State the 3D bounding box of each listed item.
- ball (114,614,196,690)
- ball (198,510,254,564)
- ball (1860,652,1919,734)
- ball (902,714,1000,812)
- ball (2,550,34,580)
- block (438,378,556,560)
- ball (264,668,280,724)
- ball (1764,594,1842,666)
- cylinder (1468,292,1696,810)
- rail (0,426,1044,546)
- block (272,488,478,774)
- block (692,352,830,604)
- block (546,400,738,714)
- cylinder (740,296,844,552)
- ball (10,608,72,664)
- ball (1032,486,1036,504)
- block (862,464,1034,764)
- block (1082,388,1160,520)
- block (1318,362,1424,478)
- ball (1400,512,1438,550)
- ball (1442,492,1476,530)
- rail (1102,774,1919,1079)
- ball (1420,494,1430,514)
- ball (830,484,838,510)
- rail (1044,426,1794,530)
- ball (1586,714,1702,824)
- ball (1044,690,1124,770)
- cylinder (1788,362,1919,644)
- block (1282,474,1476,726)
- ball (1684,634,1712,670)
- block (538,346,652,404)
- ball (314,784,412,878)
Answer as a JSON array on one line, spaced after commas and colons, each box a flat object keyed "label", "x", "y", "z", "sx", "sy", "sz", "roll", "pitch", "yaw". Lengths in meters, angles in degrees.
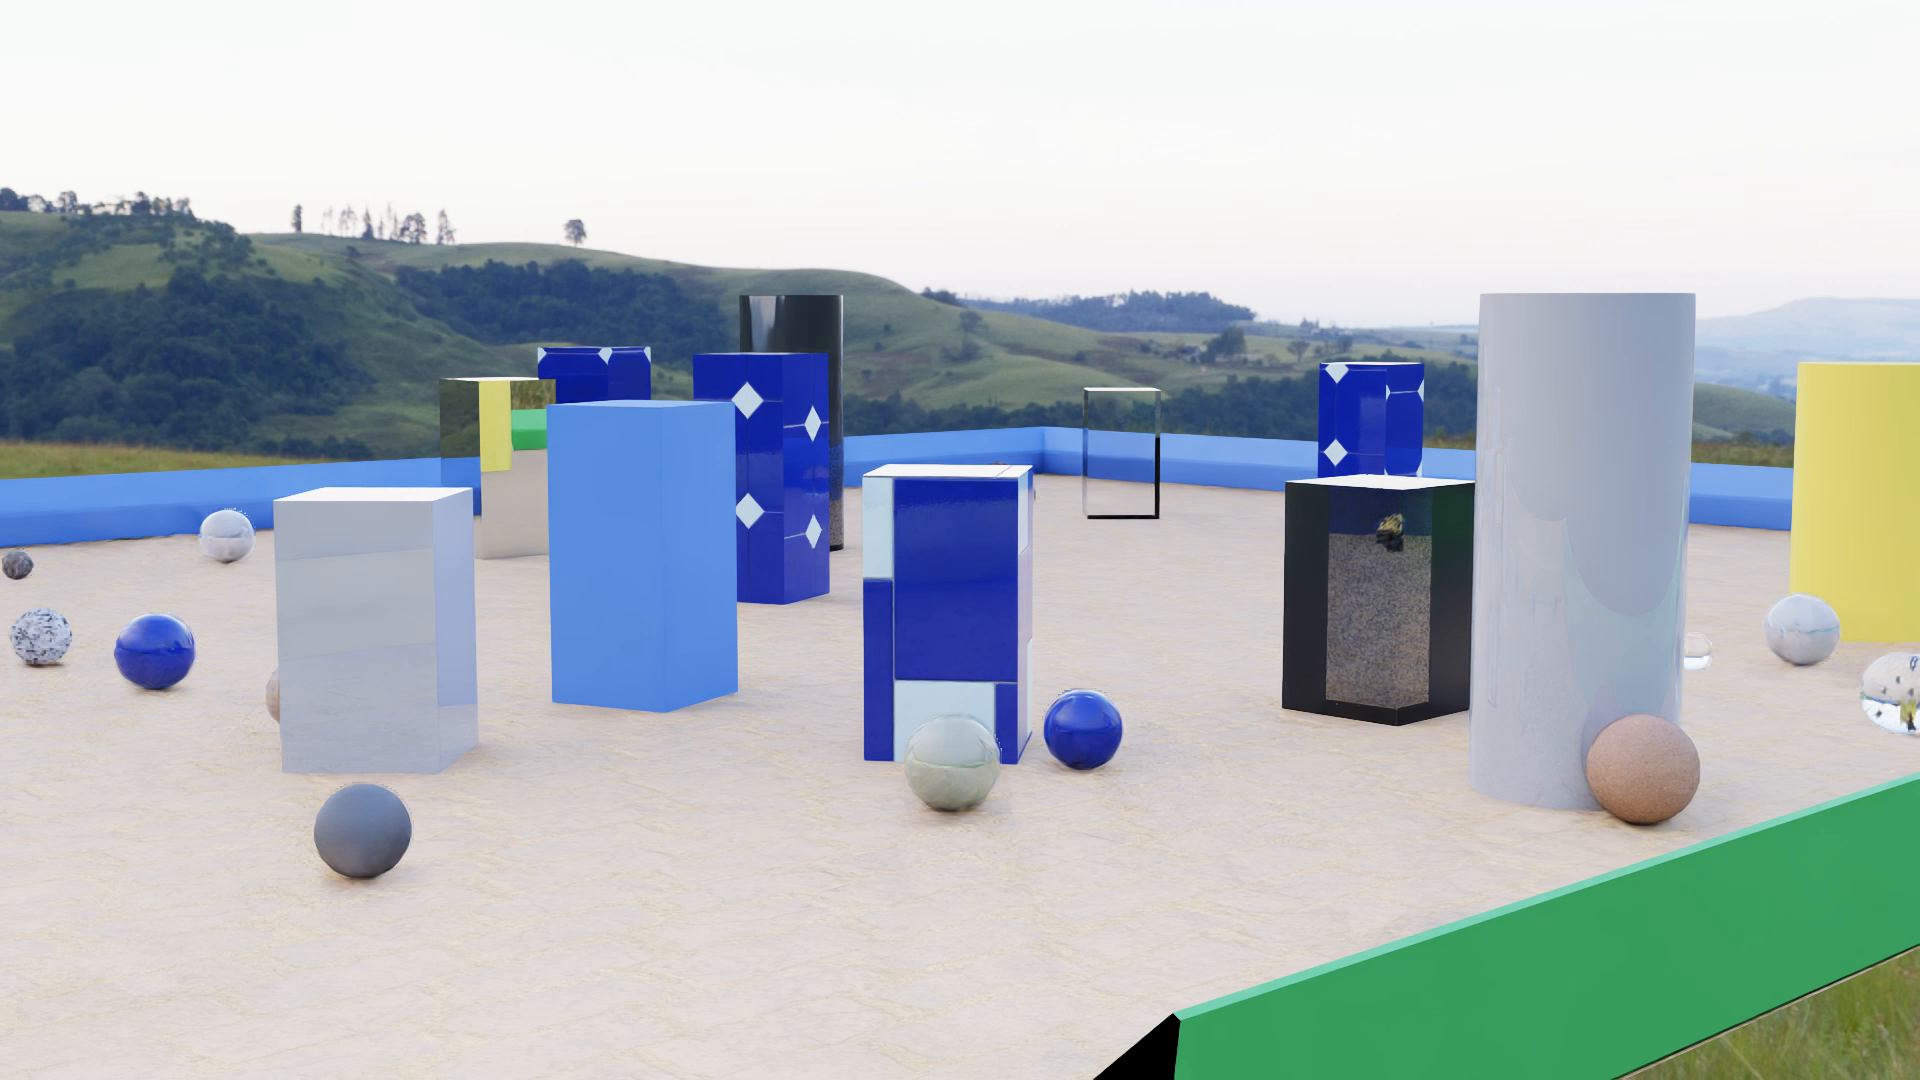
[{"label": "ball", "x": -0.941, "y": 0.131, "z": 2.571, "sx": 0.090, "sy": 0.090, "sz": 0.090, "roll": 0, "pitch": 6, "yaw": 0}, {"label": "ball", "x": -1.283, "y": -0.006, "z": 3.847, "sx": 0.093, "sy": 0.093, "sz": 0.093, "roll": 0, "pitch": 6, "yaw": 0}, {"label": "ball", "x": 0.989, "y": 0.160, "z": 2.305, "sx": 0.086, "sy": 0.086, "sz": 0.086, "roll": 0, "pitch": 6, "yaw": 0}, {"label": "ball", "x": -0.007, "y": 0.198, "z": 1.951, "sx": 0.087, "sy": 0.087, "sz": 0.087, "roll": 0, "pitch": 6, "yaw": 0}, {"label": "ball", "x": -1.551, "y": 0.041, "z": 3.617, "sx": 0.048, "sy": 0.048, "sz": 0.048, "roll": 0, "pitch": 6, "yaw": 0}, {"label": "block", "x": -0.837, "y": -0.134, "z": 3.992, "sx": 0.152, "sy": 0.317, "sz": 0.152, "roll": -5, "pitch": 8, "yaw": -40}, {"label": "ball", "x": -0.687, "y": 0.162, "z": 2.308, "sx": 0.082, "sy": 0.082, "sz": 0.082, "roll": 0, "pitch": 6, "yaw": 0}, {"label": "ball", "x": 1.050, "y": 0.112, "z": 2.742, "sx": 0.090, "sy": 0.090, "sz": 0.090, "roll": 0, "pitch": 6, "yaw": 0}, {"label": "cylinder", "x": 0.571, "y": 0.003, "z": 2.026, "sx": 0.191, "sy": 0.458, "sz": 0.191, "roll": 0, "pitch": 6, "yaw": 0}, {"label": "rail", "x": -1.196, "y": -0.104, "z": 4.621, "sx": 3.916, "sy": 0.124, "sz": 0.045, "roll": -6, "pitch": 8, "yaw": -42}, {"label": "block", "x": -0.574, "y": 0.085, "z": 2.174, "sx": 0.152, "sy": 0.263, "sz": 0.152, "roll": 0, "pitch": 6, "yaw": 2}, {"label": "block", "x": -0.304, "y": -0.099, "z": 3.389, "sx": 0.152, "sy": 0.375, "sz": 0.152, "roll": 3, "pitch": 7, "yaw": 23}, {"label": "block", "x": -0.360, "y": 0.013, "z": 2.510, "sx": 0.152, "sy": 0.337, "sz": 0.152, "roll": 3, "pitch": 7, "yaw": 26}, {"label": "cylinder", "x": -0.310, "y": -0.217, "z": 4.069, "sx": 0.191, "sy": 0.467, "sz": 0.191, "roll": 0, "pitch": 6, "yaw": 0}, {"label": "ball", "x": -1.151, "y": 0.121, "z": 2.754, "sx": 0.071, "sy": 0.071, "sz": 0.071, "roll": 0, "pitch": 6, "yaw": 0}, {"label": "ball", "x": 0.133, "y": -0.099, "z": 4.849, "sx": 0.068, "sy": 0.068, "sz": 0.068, "roll": 0, "pitch": 6, "yaw": 0}, {"label": "block", "x": -0.010, "y": 0.071, "z": 2.222, "sx": 0.152, "sy": 0.282, "sz": 0.152, "roll": 1, "pitch": 6, "yaw": 7}, {"label": "block", "x": 0.344, "y": -0.187, "z": 4.711, "sx": 0.152, "sy": 0.272, "sz": 0.152, "roll": 0, "pitch": 6, "yaw": -1}, {"label": "block", "x": 0.832, "y": -0.191, "z": 4.459, "sx": 0.152, "sy": 0.333, "sz": 0.152, "roll": 5, "pitch": 8, "yaw": 40}, {"label": "ball", "x": 0.849, "y": -0.018, "z": 4.074, "sx": 0.070, "sy": 0.070, "sz": 0.070, "roll": 0, "pitch": 6, "yaw": 0}, {"label": "ball", "x": 1.014, "y": -0.060, "z": 4.448, "sx": 0.075, "sy": 0.075, "sz": 0.075, "roll": 0, "pitch": 6, "yaw": 0}, {"label": "rail", "x": 1.196, "y": 0.168, "z": 2.043, "sx": 3.916, "sy": 0.124, "sz": 0.045, "roll": -6, "pitch": 8, "yaw": -42}, {"label": "ball", "x": 0.934, "y": -0.066, "z": 4.532, "sx": 0.070, "sy": 0.070, "sz": 0.070, "roll": 0, "pitch": 6, "yaw": 0}, {"label": "ball", "x": -0.298, "y": -0.092, "z": 4.796, "sx": 0.066, "sy": 0.066, "sz": 0.066, "roll": 0, "pitch": 6, "yaw": 0}, {"label": "rail", "x": 1.422, "y": -0.105, "z": 4.637, "sx": 0.045, "sy": 0.124, "sz": 3.574, "roll": -6, "pitch": 8, "yaw": -42}, {"label": "ball", "x": 0.592, "y": 0.198, "z": 1.905, "sx": 0.095, "sy": 0.095, "sz": 0.095, "roll": 0, "pitch": 6, "yaw": 0}, {"label": "ball", "x": 0.119, "y": 0.183, "z": 2.127, "sx": 0.078, "sy": 0.078, "sz": 0.078, "roll": 0, "pitch": 6, "yaw": 0}, {"label": "cylinder", "x": 1.241, "y": -0.056, "z": 3.009, "sx": 0.191, "sy": 0.370, "sz": 0.191, "roll": 0, "pitch": 6, "yaw": 0}, {"label": "block", "x": 0.467, "y": 0.062, "z": 2.441, "sx": 0.152, "sy": 0.254, "sz": 0.152, "roll": 6, "pitch": 8, "yaw": 45}, {"label": "ball", "x": 0.902, "y": 0.139, "z": 2.710, "sx": 0.045, "sy": 0.045, "sz": 0.045, "roll": 0, "pitch": 6, "yaw": 0}, {"label": "block", "x": -0.691, "y": -0.180, "z": 4.177, "sx": 0.152, "sy": 0.371, "sz": 0.152, "roll": 3, "pitch": 7, "yaw": 23}, {"label": "ball", "x": -0.468, "y": 0.228, "z": 1.722, "sx": 0.074, "sy": 0.074, "sz": 0.074, "roll": 0, "pitch": 6, "yaw": 0}]
